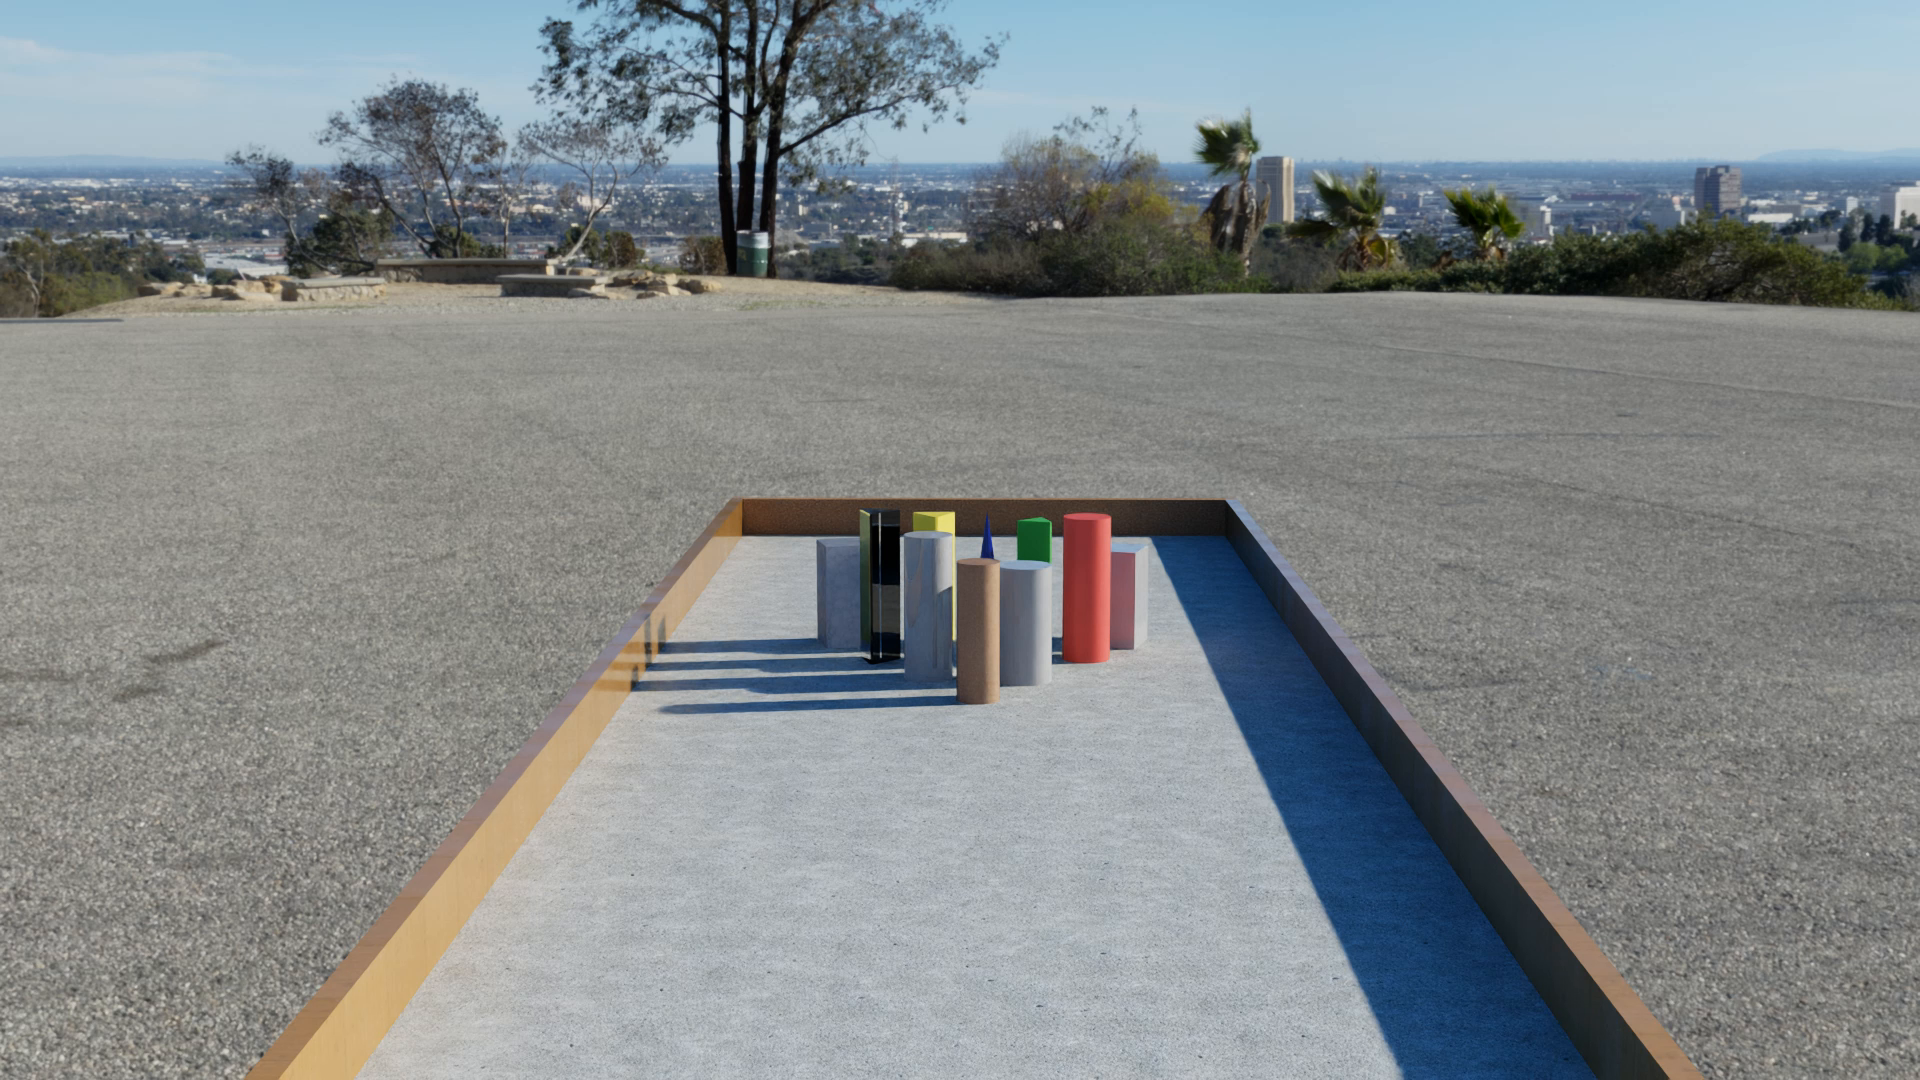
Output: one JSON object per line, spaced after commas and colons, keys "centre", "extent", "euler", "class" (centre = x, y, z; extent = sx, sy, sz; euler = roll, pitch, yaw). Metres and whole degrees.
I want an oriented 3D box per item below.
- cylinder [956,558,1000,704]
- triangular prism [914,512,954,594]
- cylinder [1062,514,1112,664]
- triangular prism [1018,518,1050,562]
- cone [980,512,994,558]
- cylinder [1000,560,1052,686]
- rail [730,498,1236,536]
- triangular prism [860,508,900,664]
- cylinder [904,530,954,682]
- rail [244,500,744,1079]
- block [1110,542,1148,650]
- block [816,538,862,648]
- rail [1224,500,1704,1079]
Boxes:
{"centre": [0.051, 0.254, 6.149], "extent": [0.121, 0.393, 0.121], "euler": [0, 9, 0], "class": "cylinder"}
{"centre": [-0.065, 0.118, 6.957], "extent": [0.112, 0.409, 0.129], "euler": [-6, 11, -35], "class": "triangular prism"}
{"centre": [0.385, 0.146, 6.690], "extent": [0.144, 0.439, 0.144], "euler": [0, 9, 0], "class": "cylinder"}
{"centre": [0.244, 0.130, 6.926], "extent": [0.108, 0.395, 0.094], "euler": [3, 9, 16], "class": "triangular prism"}
{"centre": [0.082, 0.137, 6.689], "extent": [0.138, 0.455, 0.138], "euler": [0, 9, 0], "class": "cone"}
{"centre": [0.186, 0.241, 6.401], "extent": [0.164, 0.341, 0.164], "euler": [0, 9, 0], "class": "cylinder"}
{"centre": [0.099, -0.098, 9.147], "extent": [2.100, 0.150, 0.050], "euler": [0, 9, 1], "class": "rail"}
{"centre": [-0.263, 0.137, 6.679], "extent": [0.107, 0.459, 0.124], "euler": [8, 12, 42], "class": "triangular prism"}
{"centre": [-0.092, 0.194, 6.430], "extent": [0.143, 0.425, 0.143], "euler": [0, 9, 0], "class": "cylinder"}
{"centre": [-1.004, 0.839, 3.234], "extent": [0.050, 0.150, 12.000], "euler": [0, 9, 1], "class": "rail"}
{"centre": [0.491, 0.174, 6.934], "extent": [0.168, 0.305, 0.168], "euler": [3, 10, 19], "class": "block"}
{"centre": [-0.360, 0.166, 6.934], "extent": [0.153, 0.323, 0.153], "euler": [-2, 9, -15], "class": "block"}
{"centre": [1.046, 0.843, 3.208], "extent": [0.050, 0.150, 12.000], "euler": [0, 9, 1], "class": "rail"}
